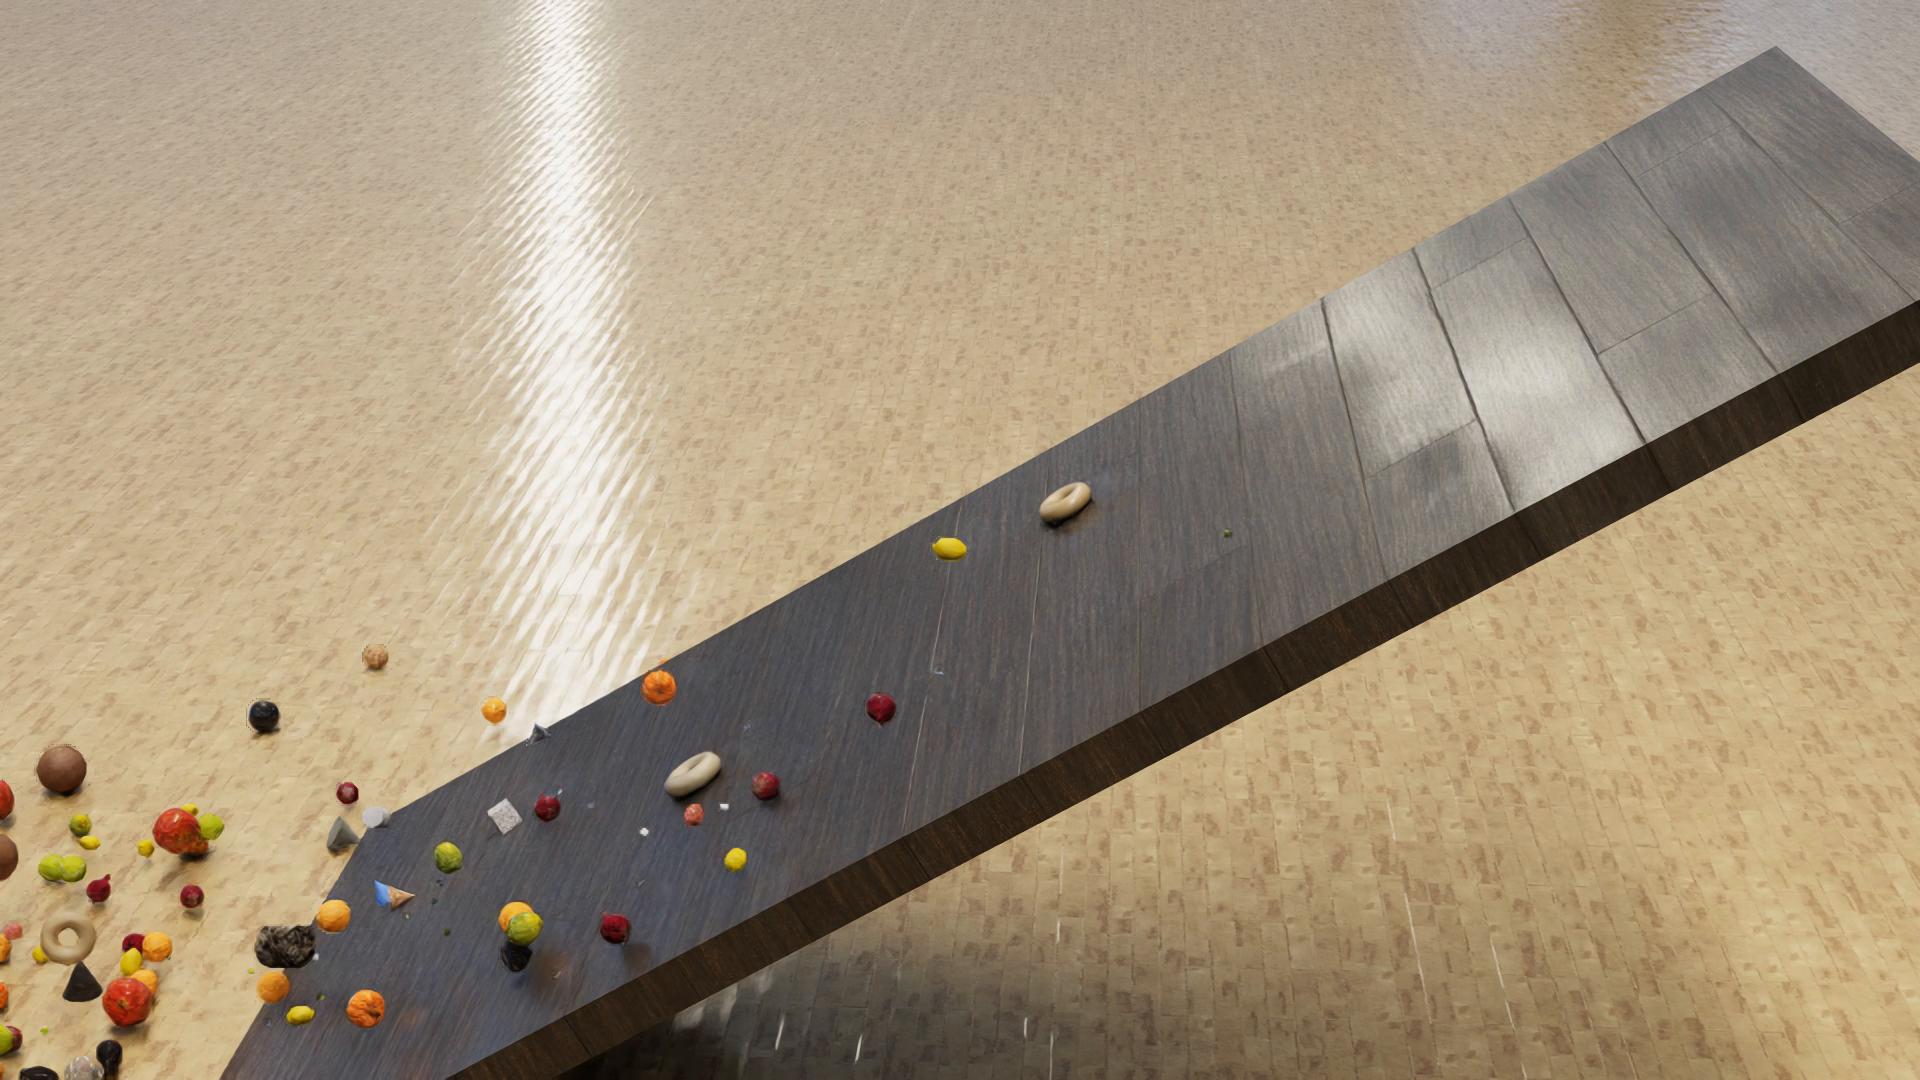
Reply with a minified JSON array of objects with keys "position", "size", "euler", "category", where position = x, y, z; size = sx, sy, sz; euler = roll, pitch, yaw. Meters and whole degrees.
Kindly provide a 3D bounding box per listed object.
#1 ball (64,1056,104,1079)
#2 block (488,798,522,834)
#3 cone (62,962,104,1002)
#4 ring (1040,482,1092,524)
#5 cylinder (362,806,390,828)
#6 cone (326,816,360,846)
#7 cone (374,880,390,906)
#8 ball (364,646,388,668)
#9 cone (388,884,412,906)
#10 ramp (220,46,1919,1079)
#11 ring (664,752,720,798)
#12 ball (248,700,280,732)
[{"position":[-1.935,1.185,6.502],"size":[0.086,0.086,0.086],"euler":[0,19,0],"category":"ball"},{"position":[-1.066,0.647,6.892],"size":[0.055,0.055,0.055],"euler":[-35,15,-11],"category":"block"},{"position":[-2.076,1.027,6.948],"size":[0.093,0.093,0.093],"euler":[0,19,0],"category":"cone"},{"position":[0.237,-0.084,6.628],"size":[0.130,0.043,0.130],"euler":[-30,16,9],"category":"ring"},{"position":[-1.427,0.678,7.192],"size":[0.053,0.053,0.053],"euler":[4,-8,12],"category":"cylinder"},{"position":[-1.605,0.781,7.724],"size":[0.085,0.085,0.085],"euler":[25,10,-23],"category":"cone"},{"position":[-1.362,0.822,6.924],"size":[0.057,0.057,0.057],"euler":[-30,15,9],"category":"cone"},{"position":[-1.772,0.356,8.935],"size":[0.069,0.069,0.069],"euler":[0,19,0],"category":"ball"},{"position":[-1.292,0.828,6.824],"size":[0.056,0.056,0.056],"euler":[13,13,-23],"category":"cone"},{"position":[0.142,0.168,6.287],"size":[4.000,0.100,2.000],"euler":[-29,15,12],"category":"ramp"},{"position":[-0.578,0.509,6.364],"size":[0.136,0.045,0.136],"euler":[-31,13,8],"category":"ring"},{"position":[-2.003,0.506,8.464],"size":[0.091,0.091,0.091],"euler":[0,19,0],"category":"ball"}]
